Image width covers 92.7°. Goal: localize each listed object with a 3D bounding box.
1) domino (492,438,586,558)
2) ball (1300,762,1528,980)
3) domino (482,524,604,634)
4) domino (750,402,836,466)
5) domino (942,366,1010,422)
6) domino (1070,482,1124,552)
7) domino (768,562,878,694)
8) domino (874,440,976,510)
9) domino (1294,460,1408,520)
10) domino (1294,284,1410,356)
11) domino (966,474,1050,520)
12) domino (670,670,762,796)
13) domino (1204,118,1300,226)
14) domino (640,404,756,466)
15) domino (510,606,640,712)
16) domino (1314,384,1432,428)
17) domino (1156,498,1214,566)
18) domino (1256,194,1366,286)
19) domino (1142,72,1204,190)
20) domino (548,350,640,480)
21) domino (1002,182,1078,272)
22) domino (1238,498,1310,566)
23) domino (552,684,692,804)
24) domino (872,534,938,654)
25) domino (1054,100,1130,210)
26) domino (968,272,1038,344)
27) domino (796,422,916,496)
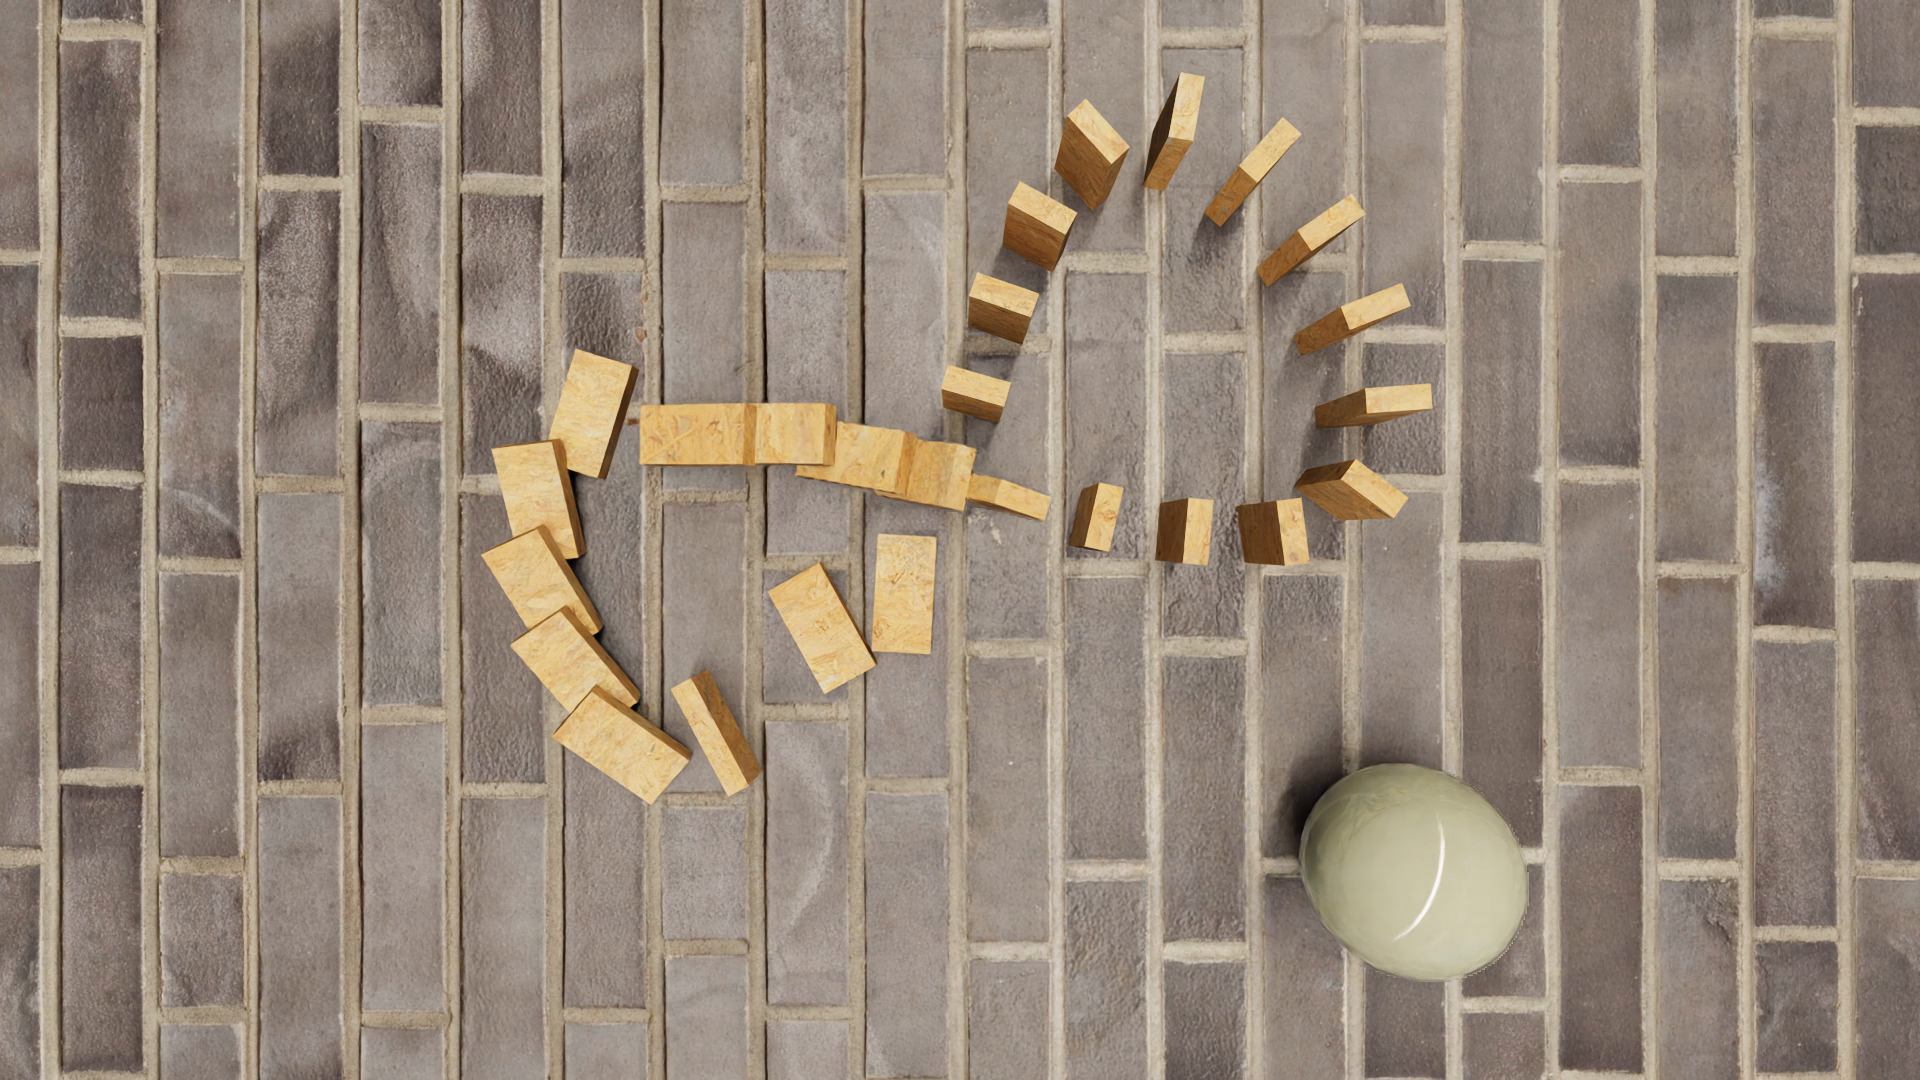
[{"bbox_3d":[-0.178,-0.016,0.389,0.025,0.009,0.050,-7,105,0],"label":"domino"},{"bbox_3d":[0.176,0.129,0.360,0.080,0.080,0.080,0,90,0],"label":"ball"},{"bbox_3d":[-0.176,0.021,0.388,0.025,0.010,0.050,-25,107,-1],"label":"domino"},{"bbox_3d":[-0.077,-0.045,0.387,0.050,0.010,0.025,3,90,20],"label":"domino"},{"bbox_3d":[0.006,-0.059,0.375,0.025,0.050,0.010,16,90,0],"label":"domino"},{"bbox_3d":[0.055,-0.009,0.375,0.010,0.050,0.025,13,90,0],"label":"domino"},{"bbox_3d":[-0.059,0.038,0.395,0.025,0.009,0.050,-29,90,0],"label":"domino"},{"bbox_3d":[-0.015,-0.028,0.378,0.009,0.050,0.025,12,90,-39],"label":"domino"},{"bbox_3d":[0.158,-0.020,0.375,0.025,0.050,0.010,36,90,0],"label":"domino"},{"bbox_3d":[0.159,-0.089,0.375,0.025,0.050,0.009,-21,90,0],"label":"domino"},{"bbox_3d":[0.011,-0.019,0.372,0.025,0.050,0.009,17,90,-33],"label":"domino"},{"bbox_3d":[-0.102,0.081,0.388,0.010,0.025,0.050,-28,90,0],"label":"domino"},{"bbox_3d":[0.118,-0.149,0.375,0.009,0.050,0.025,42,90,0],"label":"domino"},{"bbox_3d":[-0.111,-0.044,0.388,0.050,0.010,0.025,2,90,18],"label":"domino"},{"bbox_3d":[-0.162,0.055,0.389,0.025,0.010,0.050,-34,106,0],"label":"domino"},{"bbox_3d":[0.168,-0.054,0.375,0.025,0.050,0.010,-4,90,0],"label":"domino"},{"bbox_3d":[0.091,-0.003,0.375,0.009,0.050,0.025,5,90,0],"label":"domino"},{"bbox_3d":[0.142,-0.121,0.375,0.025,0.050,0.010,-34,90,0],"label":"domino"},{"bbox_3d":[0.087,-0.166,0.375,0.009,0.050,0.025,10,90,0],"label":"domino"},{"bbox_3d":[-0.159,-0.054,0.395,0.025,0.009,0.050,17,90,0],"label":"domino"},{"bbox_3d":[0.032,-0.127,0.375,0.025,0.050,0.009,29,90,0],"label":"domino"},{"bbox_3d":[0.127,-0.003,0.375,0.010,0.050,0.025,-7,90,0],"label":"domino"},{"bbox_3d":[-0.143,0.087,0.389,0.050,0.010,0.025,41,91,-15],"label":"domino"},{"bbox_3d":[-0.024,0.023,0.395,0.025,0.010,0.050,3,90,0],"label":"domino"},{"bbox_3d":[0.053,-0.156,0.375,0.009,0.050,0.025,-42,90,0],"label":"domino"},{"bbox_3d":[0.017,-0.094,0.375,0.025,0.050,0.010,19,90,0],"label":"domino"},{"bbox_3d":[-0.044,-0.035,0.384,0.050,0.010,0.025,11,90,28],"label":"domino"}]
